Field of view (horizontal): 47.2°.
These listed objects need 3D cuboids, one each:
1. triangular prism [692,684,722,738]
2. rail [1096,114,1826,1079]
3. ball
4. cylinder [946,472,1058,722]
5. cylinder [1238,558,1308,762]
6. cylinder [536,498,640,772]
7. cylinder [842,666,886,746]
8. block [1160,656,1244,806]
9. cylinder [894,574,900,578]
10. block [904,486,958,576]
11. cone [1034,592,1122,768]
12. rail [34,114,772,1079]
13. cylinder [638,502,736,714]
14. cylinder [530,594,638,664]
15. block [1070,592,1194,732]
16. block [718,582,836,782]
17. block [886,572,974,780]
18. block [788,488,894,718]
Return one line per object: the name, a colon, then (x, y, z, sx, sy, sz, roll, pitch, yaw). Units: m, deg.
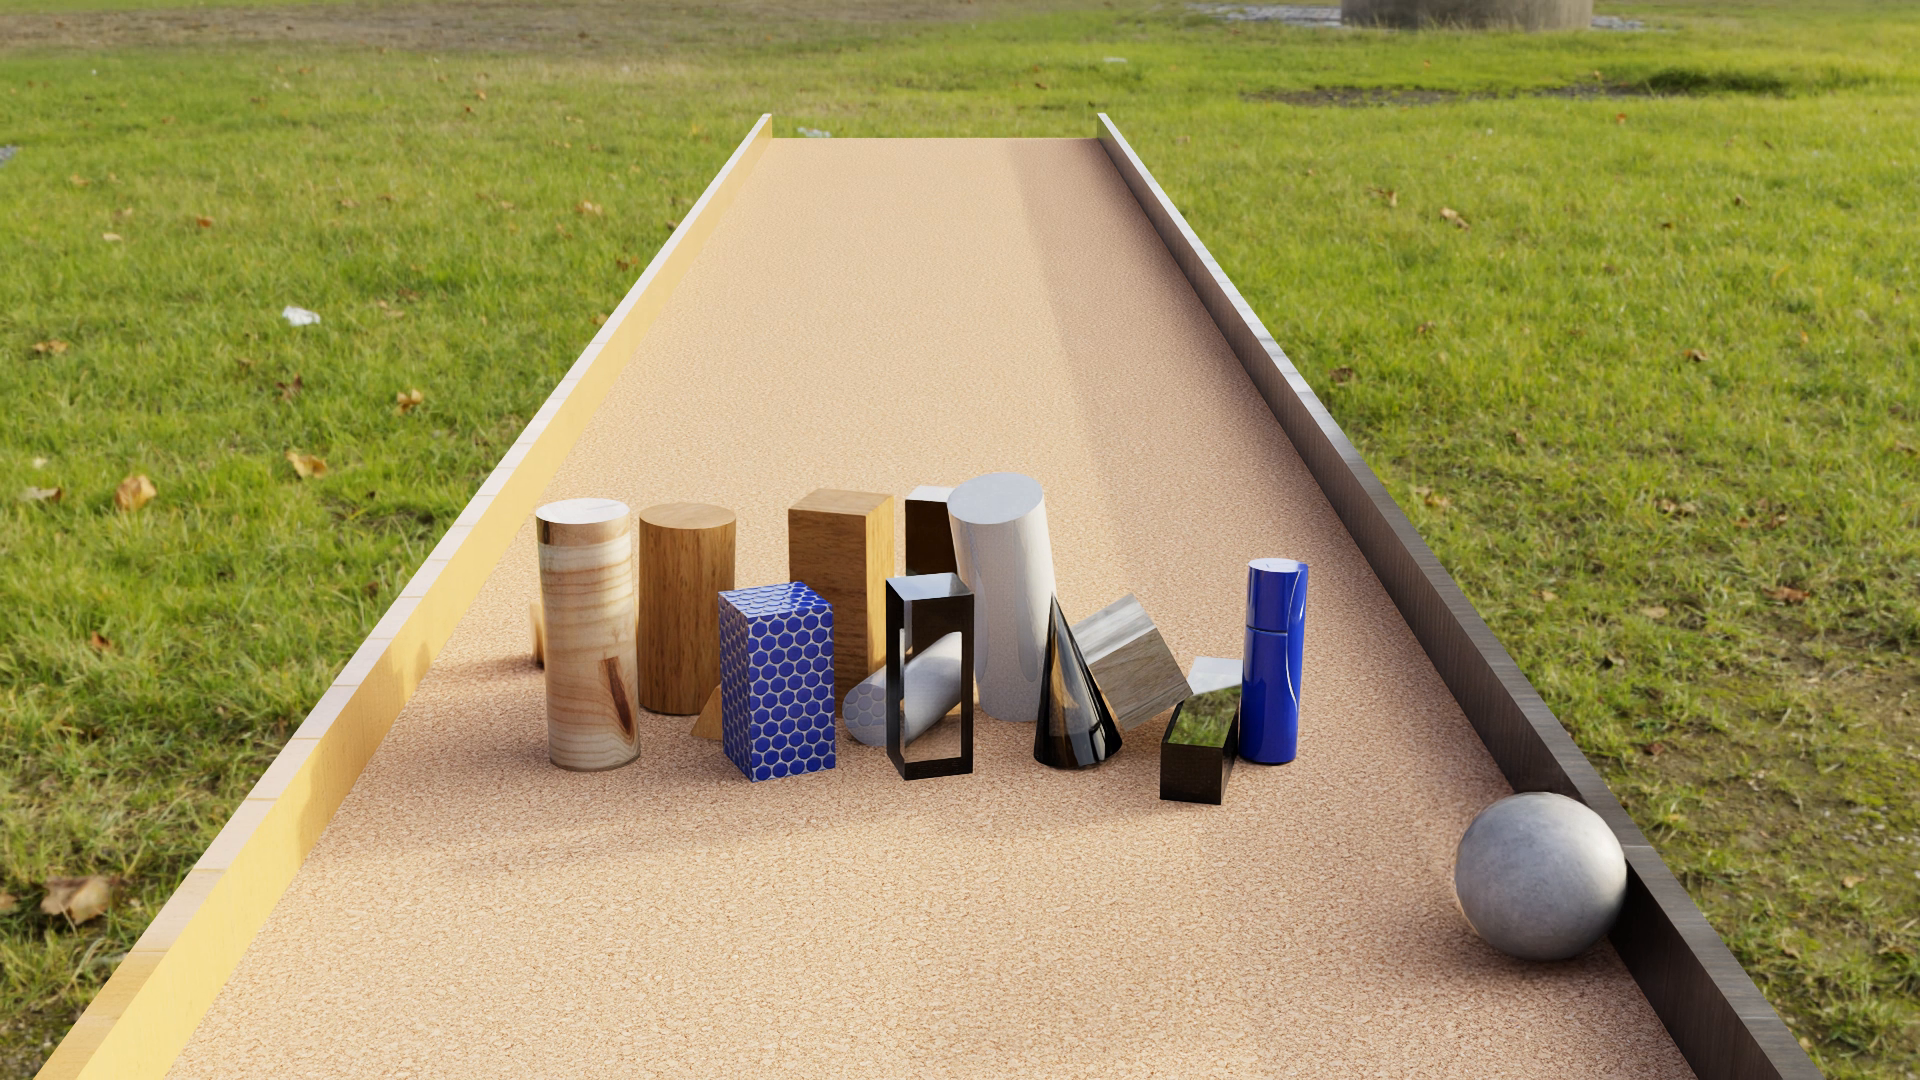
triangular prism: (-0.369, 0.254, 4.190, 0.114, 0.099, 0.442, 5, 17, 18)
rail: (0.932, -0.844, 7.801, 0.050, 0.150, 12.000, 0, 17, -1)
ball: (0.837, 0.484, 3.174, 0.242, 0.242, 0.242, 0, 17, 0)
cylinder: (0.092, 0.108, 4.041, 0.174, 0.437, 0.174, -7, 32, 4)
cylinder: (0.553, 0.213, 3.893, 0.104, 0.346, 0.104, 1, 13, 0)
cylinder: (-0.652, 0.167, 3.868, 0.161, 0.454, 0.161, 0, 17, 0)
cylinder: (-0.085, 0.268, 4.116, 0.120, 0.120, 0.364, 7, 18, 23)
block: (0.442, 0.333, 3.922, 0.105, 0.105, 0.444, 4, 17, 13)
cylinder: (-0.183, 0.177, 4.387, 0.140, 0.140, 0.303, 4, 17, 13)
block: (-0.044, 0.069, 4.404, 0.106, 0.336, 0.106, 4, 17, 14)
cone: (0.185, 0.229, 3.885, 0.161, 0.303, 0.161, -9, 17, 3)
rail: (-1.118, -0.838, 7.780, 0.050, 0.150, 12.000, 0, 17, -1)
cylinder: (-0.516, 0.127, 4.151, 0.179, 0.361, 0.179, 3, 16, -1)
cylinder: (-0.662, 0.170, 4.437, 0.393, 0.123, 0.123, -5, 17, -15)
block: (0.312, 0.221, 4.061, 0.139, 0.139, 0.371, -30, 8, 2)
block: (-0.322, 0.247, 3.867, 0.155, 0.302, 0.155, -8, 18, -24)
block: (-0.054, 0.238, 3.843, 0.124, 0.331, 0.124, -5, 18, -16)
block: (-0.219, 0.120, 4.125, 0.152, 0.399, 0.152, 5, 17, 17)
